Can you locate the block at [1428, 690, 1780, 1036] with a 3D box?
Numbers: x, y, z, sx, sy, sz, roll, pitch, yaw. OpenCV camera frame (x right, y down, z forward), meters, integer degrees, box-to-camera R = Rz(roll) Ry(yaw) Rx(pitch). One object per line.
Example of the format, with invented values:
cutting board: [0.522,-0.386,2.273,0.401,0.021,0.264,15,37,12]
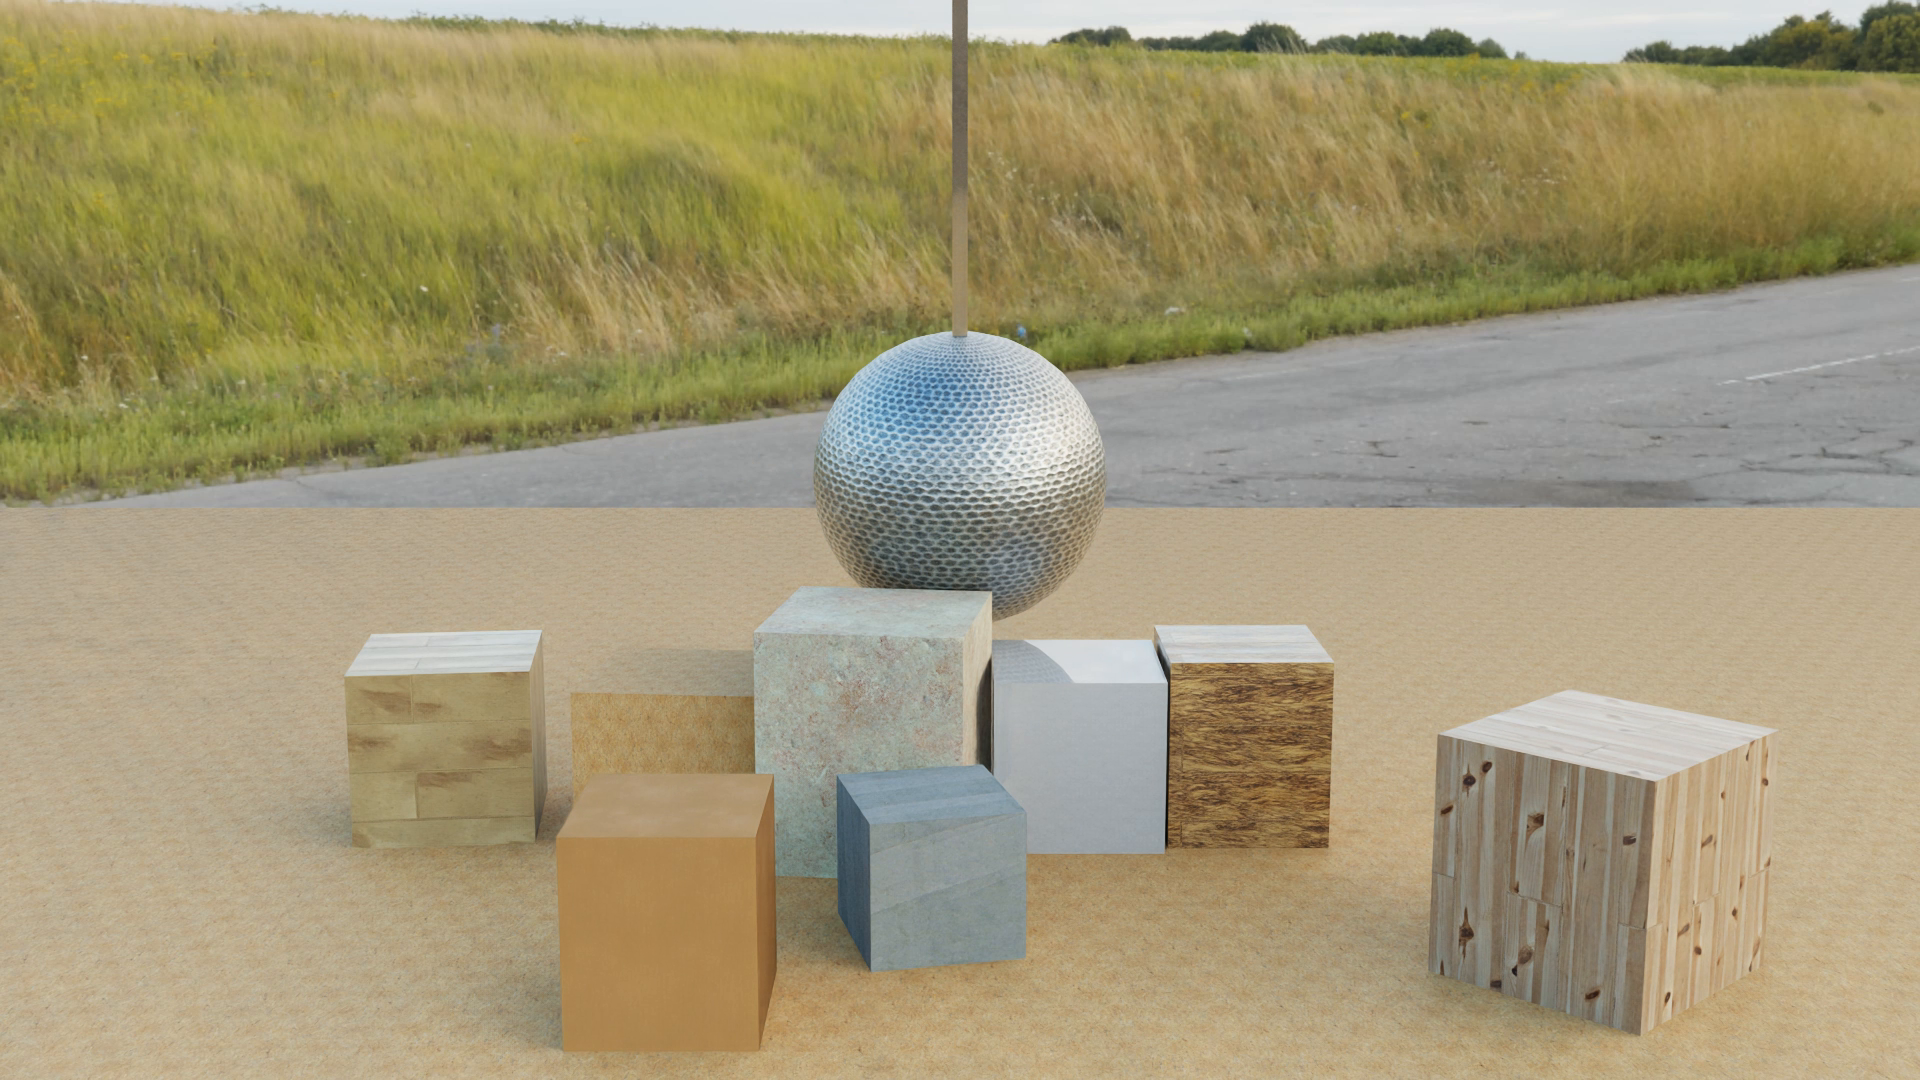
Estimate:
block: [2.734,1.324,9.356,0.987,1.048,1.077,10,14,44]

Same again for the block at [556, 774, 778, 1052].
block: [-1.167,1.491,8.931,0.764,0.870,0.864,0,10,0]

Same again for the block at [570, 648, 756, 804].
block: [-1.389,1.076,11.354,0.980,0.820,0.979,1,10,5]

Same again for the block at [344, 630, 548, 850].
block: [-2.652,1.019,11.461,0.901,0.894,0.945,-1,10,-7]

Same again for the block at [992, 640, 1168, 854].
block: [0.594,1.048,11.352,0.854,0.876,0.951,0,10,0]

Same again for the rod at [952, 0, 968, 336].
rod: [0.000,-3.565,10.889,0.080,5.200,0.080,0,18,0]

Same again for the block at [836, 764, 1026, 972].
block: [-0.137,1.443,9.786,0.687,0.659,0.766,-3,11,-14]

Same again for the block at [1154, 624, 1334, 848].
block: [1.443,1.001,11.383,0.808,0.958,0.855,0,10,-1]

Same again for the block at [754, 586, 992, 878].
block: [-0.408,0.944,11.013,1.005,1.203,1.106,1,10,8]

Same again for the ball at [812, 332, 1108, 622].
ball: [0.000,-0.332,11.942,1.600,1.600,1.600,0,10,0]
